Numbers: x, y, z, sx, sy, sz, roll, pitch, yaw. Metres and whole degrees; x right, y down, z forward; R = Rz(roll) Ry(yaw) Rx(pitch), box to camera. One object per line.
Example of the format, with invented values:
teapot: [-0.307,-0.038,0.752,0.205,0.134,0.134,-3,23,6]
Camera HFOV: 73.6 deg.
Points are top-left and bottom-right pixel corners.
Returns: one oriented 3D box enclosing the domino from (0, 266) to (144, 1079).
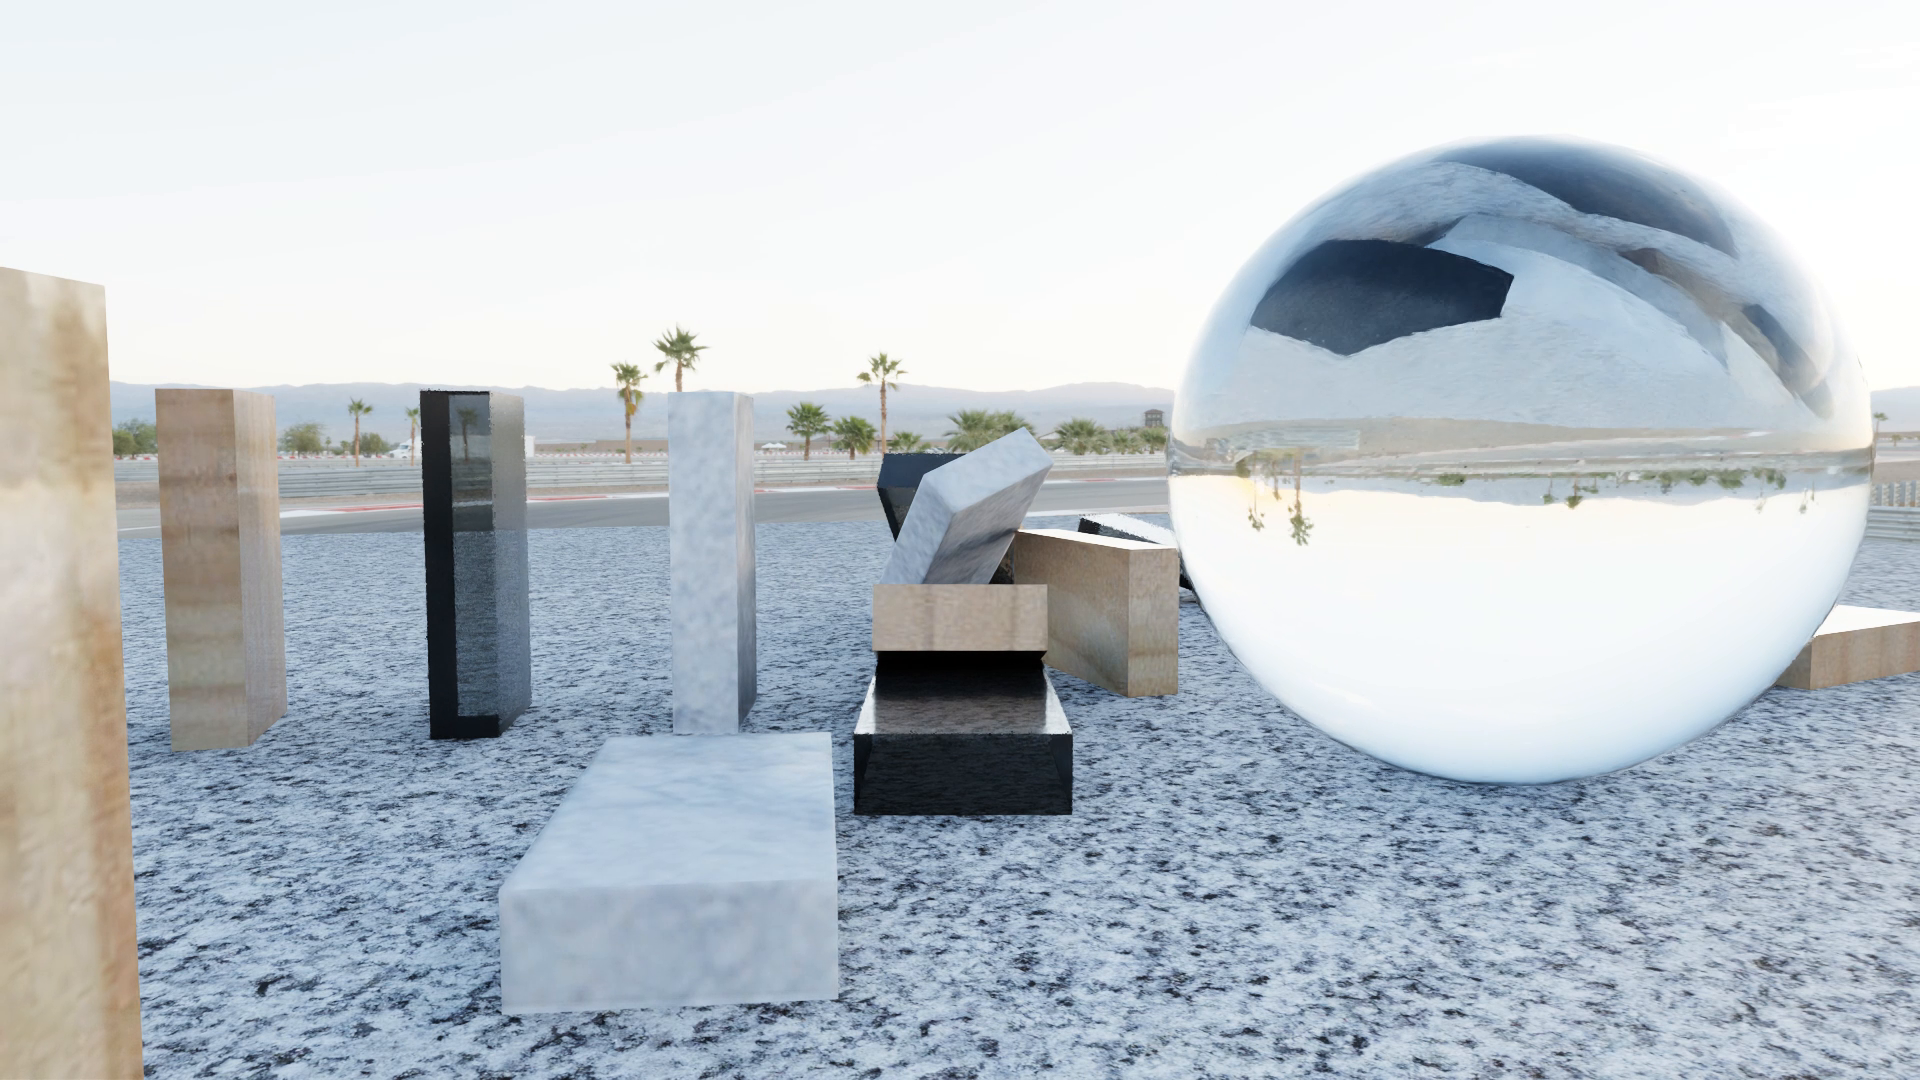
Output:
domino: [-0.045,0.014,0.050,0.009,0.050,0.025,0,4,0]

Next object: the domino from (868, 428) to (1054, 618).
domino: [-0.001,0.000,0.258,0.025,0.009,0.050,-28,-21,-31]

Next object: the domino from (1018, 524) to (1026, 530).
domino: [0.005,0.003,0.317,0.025,0.009,0.050,2,-23,25]

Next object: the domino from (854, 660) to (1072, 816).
domino: [0.000,0.025,0.172,0.025,0.010,0.050,0,4,0]

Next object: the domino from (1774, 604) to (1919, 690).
domino: [0.162,0.019,0.245,0.050,0.009,0.025,-2,5,-30]

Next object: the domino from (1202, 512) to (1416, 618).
domino: [0.092,0.006,0.338,0.050,0.009,0.025,26,20,40]

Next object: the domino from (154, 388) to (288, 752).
domino: [-0.108,0.003,0.189,0.009,0.050,0.025,-1,4,-16]

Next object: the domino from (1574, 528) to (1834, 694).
domino: [0.136,0.012,0.234,0.050,0.009,0.025,-28,17,-36]

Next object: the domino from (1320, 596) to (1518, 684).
domino: [0.089,0.019,0.253,0.025,0.010,0.050,0,4,5]

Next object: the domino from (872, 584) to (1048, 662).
domino: [-0.001,0.016,0.208,0.025,0.009,0.050,0,-11,-1]

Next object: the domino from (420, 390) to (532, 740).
domino: [-0.073,0.003,0.196,0.009,0.050,0.025,-1,4,-8]

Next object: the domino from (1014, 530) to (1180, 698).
domino: [0.024,0.012,0.239,0.009,0.025,0.050,-2,5,-20]

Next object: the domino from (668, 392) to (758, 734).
domino: [-0.038,0.003,0.199,0.009,0.050,0.025,0,4,-3]

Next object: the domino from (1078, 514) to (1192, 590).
domino: [0.059,0.005,0.354,0.050,0.009,0.025,20,13,27]

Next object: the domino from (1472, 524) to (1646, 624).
domino: [0.141,0.009,0.287,0.025,0.009,0.050,2,19,-14]

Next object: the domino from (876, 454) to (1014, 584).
domino: [0.000,0.001,0.287,0.025,0.009,0.050,1,-38,13]

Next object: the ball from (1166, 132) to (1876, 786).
ball: [0.067,-0.010,0.162,0.080,0.080,0.080,0,4,0]

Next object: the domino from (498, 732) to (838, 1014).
domino: [-0.024,0.029,0.122,0.025,0.010,0.050,0,4,-6]

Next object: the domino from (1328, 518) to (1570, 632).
domino: [0.119,0.007,0.315,0.025,0.009,0.050,-3,22,-36]
